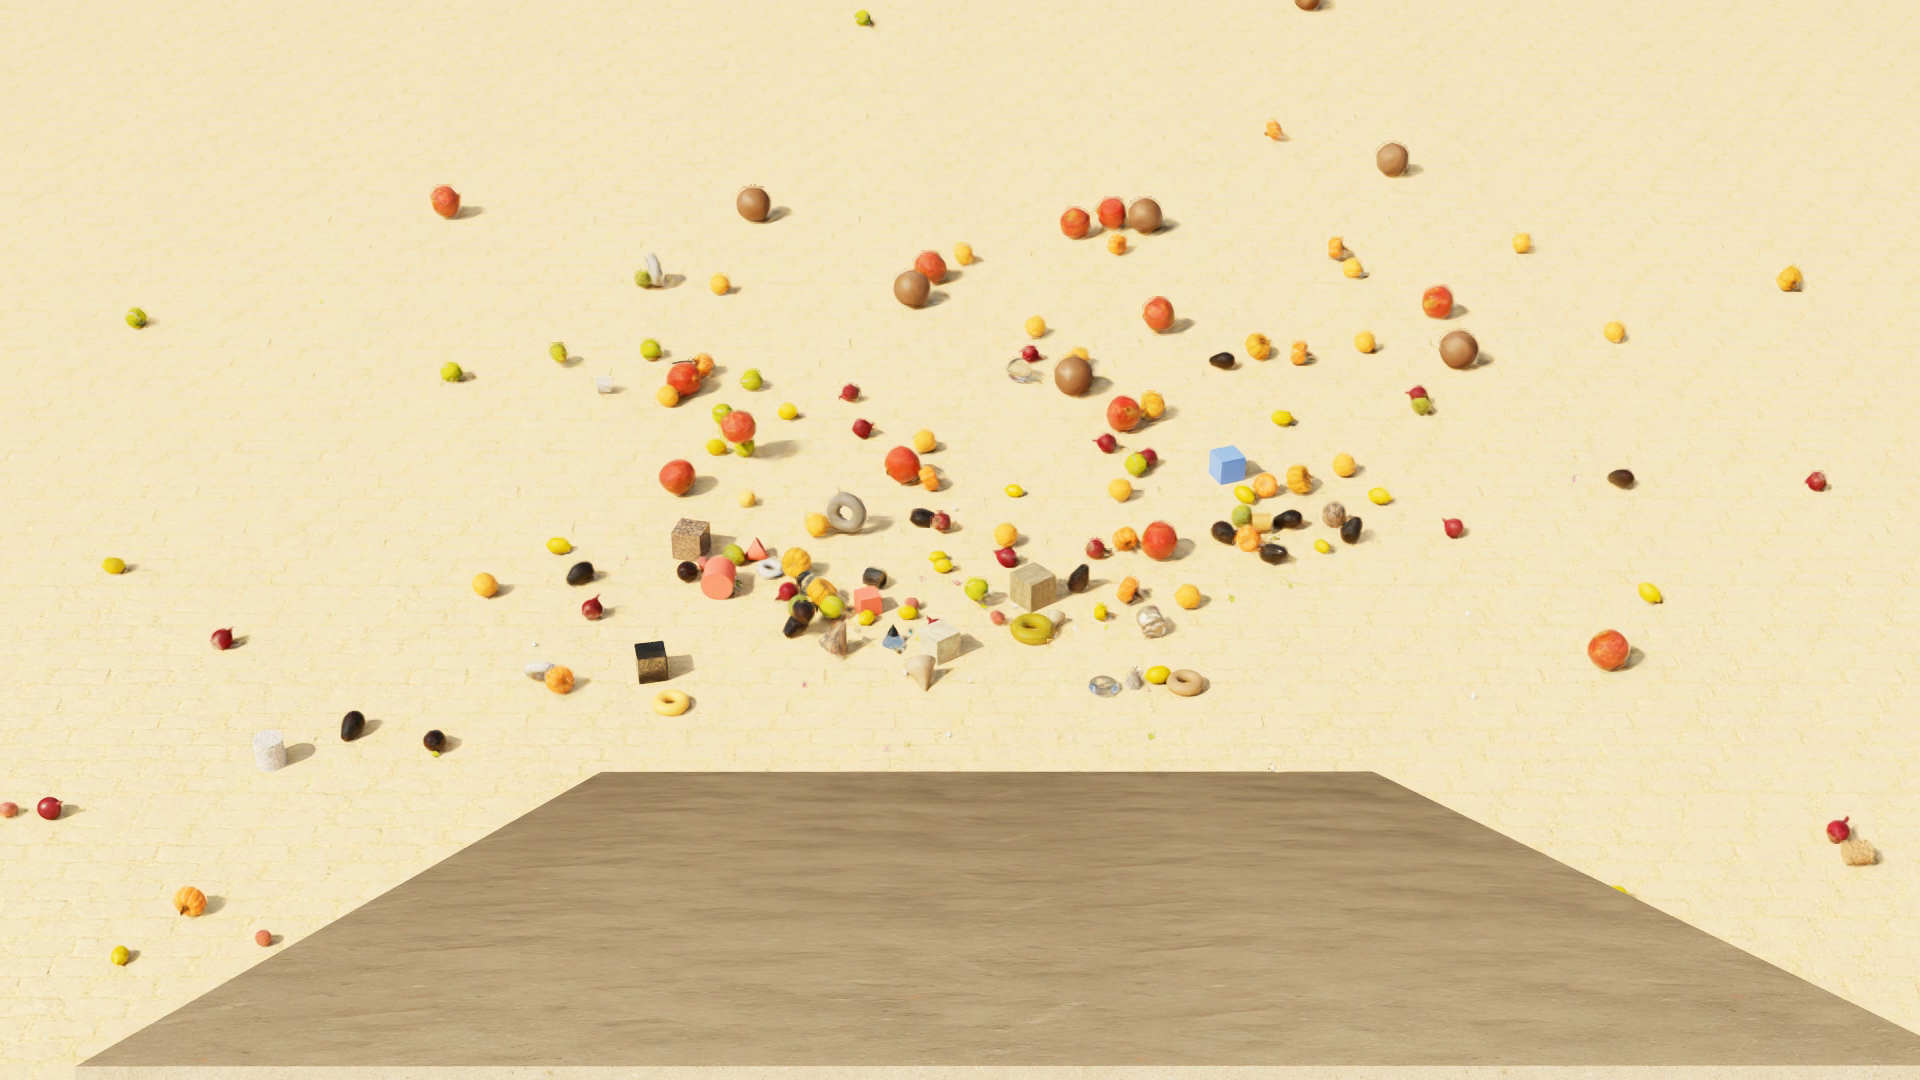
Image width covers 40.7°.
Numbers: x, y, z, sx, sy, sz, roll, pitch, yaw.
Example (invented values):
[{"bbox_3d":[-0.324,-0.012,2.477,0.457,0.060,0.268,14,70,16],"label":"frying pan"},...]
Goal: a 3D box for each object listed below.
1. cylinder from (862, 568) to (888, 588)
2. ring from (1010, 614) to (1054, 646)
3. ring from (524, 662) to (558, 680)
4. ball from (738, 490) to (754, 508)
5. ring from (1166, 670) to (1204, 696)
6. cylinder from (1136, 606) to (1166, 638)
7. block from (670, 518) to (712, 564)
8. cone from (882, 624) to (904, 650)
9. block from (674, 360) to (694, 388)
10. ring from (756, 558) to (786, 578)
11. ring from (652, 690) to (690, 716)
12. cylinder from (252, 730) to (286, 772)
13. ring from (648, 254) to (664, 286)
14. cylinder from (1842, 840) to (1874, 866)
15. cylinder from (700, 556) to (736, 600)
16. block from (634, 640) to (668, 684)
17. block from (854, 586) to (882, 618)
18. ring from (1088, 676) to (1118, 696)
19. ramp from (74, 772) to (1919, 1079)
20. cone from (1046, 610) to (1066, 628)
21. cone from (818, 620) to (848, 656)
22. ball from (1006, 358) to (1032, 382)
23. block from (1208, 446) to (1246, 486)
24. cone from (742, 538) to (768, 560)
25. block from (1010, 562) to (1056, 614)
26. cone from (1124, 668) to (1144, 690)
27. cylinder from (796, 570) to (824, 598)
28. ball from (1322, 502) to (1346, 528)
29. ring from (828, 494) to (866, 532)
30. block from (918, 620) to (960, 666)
[{"bbox_3d":[-0.250,0.112,7.608,0.053,0.053,0.053,15,35,23],"label":"cylinder"},{"bbox_3d":[0.206,0.254,7.391,0.128,0.043,0.128,0,33,0],"label":"ring"},{"bbox_3d":[-1.159,0.362,7.178,0.094,0.094,0.031,1,65,1],"label":"ring"},{"bbox_3d":[-0.659,-0.126,7.992,0.051,0.051,0.051,0,32,0],"label":"ball"},{"bbox_3d":[0.623,0.394,7.172,0.106,0.035,0.106,-1,31,0],"label":"ring"},{"bbox_3d":[0.544,0.234,7.396,0.070,0.070,0.070,-7,30,-10],"label":"cylinder"},{"bbox_3d":[-0.804,0.001,7.750,0.091,0.091,0.091,8,33,13],"label":"block"},{"bbox_3d":[-0.190,0.264,7.351,0.067,0.067,0.067,0,32,0],"label":"cone"},{"bbox_3d":[-0.925,-0.557,8.672,0.063,0.063,0.063,-4,32,-6],"label":"block"},{"bbox_3d":[-0.560,0.085,7.674,0.086,0.029,0.086,2,34,-1],"label":"ring"},{"bbox_3d":[-0.791,0.445,7.092,0.101,0.034,0.101,0,33,0],"label":"ring"},{"bbox_3d":[-1.829,0.559,6.866,0.080,0.080,0.080,0,32,0],"label":"cylinder"},{"bbox_3d":[-1.090,-0.964,9.270,0.039,0.116,0.116,-15,34,-9],"label":"ring"},{"bbox_3d":[2.257,0.787,6.519,0.059,0.059,0.059,-4,32,-6],"label":"cylinder"},{"bbox_3d":[-0.705,0.112,7.572,0.093,0.093,0.093,1,32,2],"label":"cylinder"},{"bbox_3d":[-0.859,0.341,7.213,0.082,0.082,0.082,-7,33,-11],"label":"block"},{"bbox_3d":[-0.266,0.180,7.491,0.062,0.062,0.062,-12,34,-18],"label":"block"},{"bbox_3d":[0.396,0.404,7.164,0.083,0.028,0.083,0,33,0],"label":"ring"},{"bbox_3d":[0.071,0.625,4.715,2.000,0.100,4.000,0,-1,0],"label":"ramp"},{"bbox_3d":[0.269,0.239,7.430,0.058,0.058,0.058,9,60,14],"label":"cone"},{"bbox_3d":[-0.339,0.264,7.297,0.092,0.092,0.092,23,20,-9],"label":"cone"},{"bbox_3d":[0.197,-0.568,8.672,0.083,0.083,0.083,0,32,0],"label":"ball"},{"bbox_3d":[0.839,-0.235,8.137,0.084,0.084,0.084,-12,34,-18],"label":"block"},{"bbox_3d":[-0.623,0.043,7.737,0.077,0.077,0.077,-30,35,2],"label":"cone"},{"bbox_3d":[0.212,0.138,7.528,0.094,0.094,0.094,-23,39,-32],"label":"block"},{"bbox_3d":[0.483,0.377,7.179,0.055,0.055,0.055,0,30,0],"label":"cone"},{"bbox_3d":[-0.438,0.128,7.575,0.060,0.060,0.060,-21,37,-29],"label":"cylinder"},{"bbox_3d":[1.138,-0.076,7.888,0.077,0.077,0.077,0,32,0],"label":"ball"},{"bbox_3d":[-0.343,-0.082,7.831,0.126,0.126,0.042,10,22,16],"label":"ring"},{"bbox_3d":[-0.057,0.289,7.295,0.084,0.084,0.084,-23,38,-32],"label":"block"}]
